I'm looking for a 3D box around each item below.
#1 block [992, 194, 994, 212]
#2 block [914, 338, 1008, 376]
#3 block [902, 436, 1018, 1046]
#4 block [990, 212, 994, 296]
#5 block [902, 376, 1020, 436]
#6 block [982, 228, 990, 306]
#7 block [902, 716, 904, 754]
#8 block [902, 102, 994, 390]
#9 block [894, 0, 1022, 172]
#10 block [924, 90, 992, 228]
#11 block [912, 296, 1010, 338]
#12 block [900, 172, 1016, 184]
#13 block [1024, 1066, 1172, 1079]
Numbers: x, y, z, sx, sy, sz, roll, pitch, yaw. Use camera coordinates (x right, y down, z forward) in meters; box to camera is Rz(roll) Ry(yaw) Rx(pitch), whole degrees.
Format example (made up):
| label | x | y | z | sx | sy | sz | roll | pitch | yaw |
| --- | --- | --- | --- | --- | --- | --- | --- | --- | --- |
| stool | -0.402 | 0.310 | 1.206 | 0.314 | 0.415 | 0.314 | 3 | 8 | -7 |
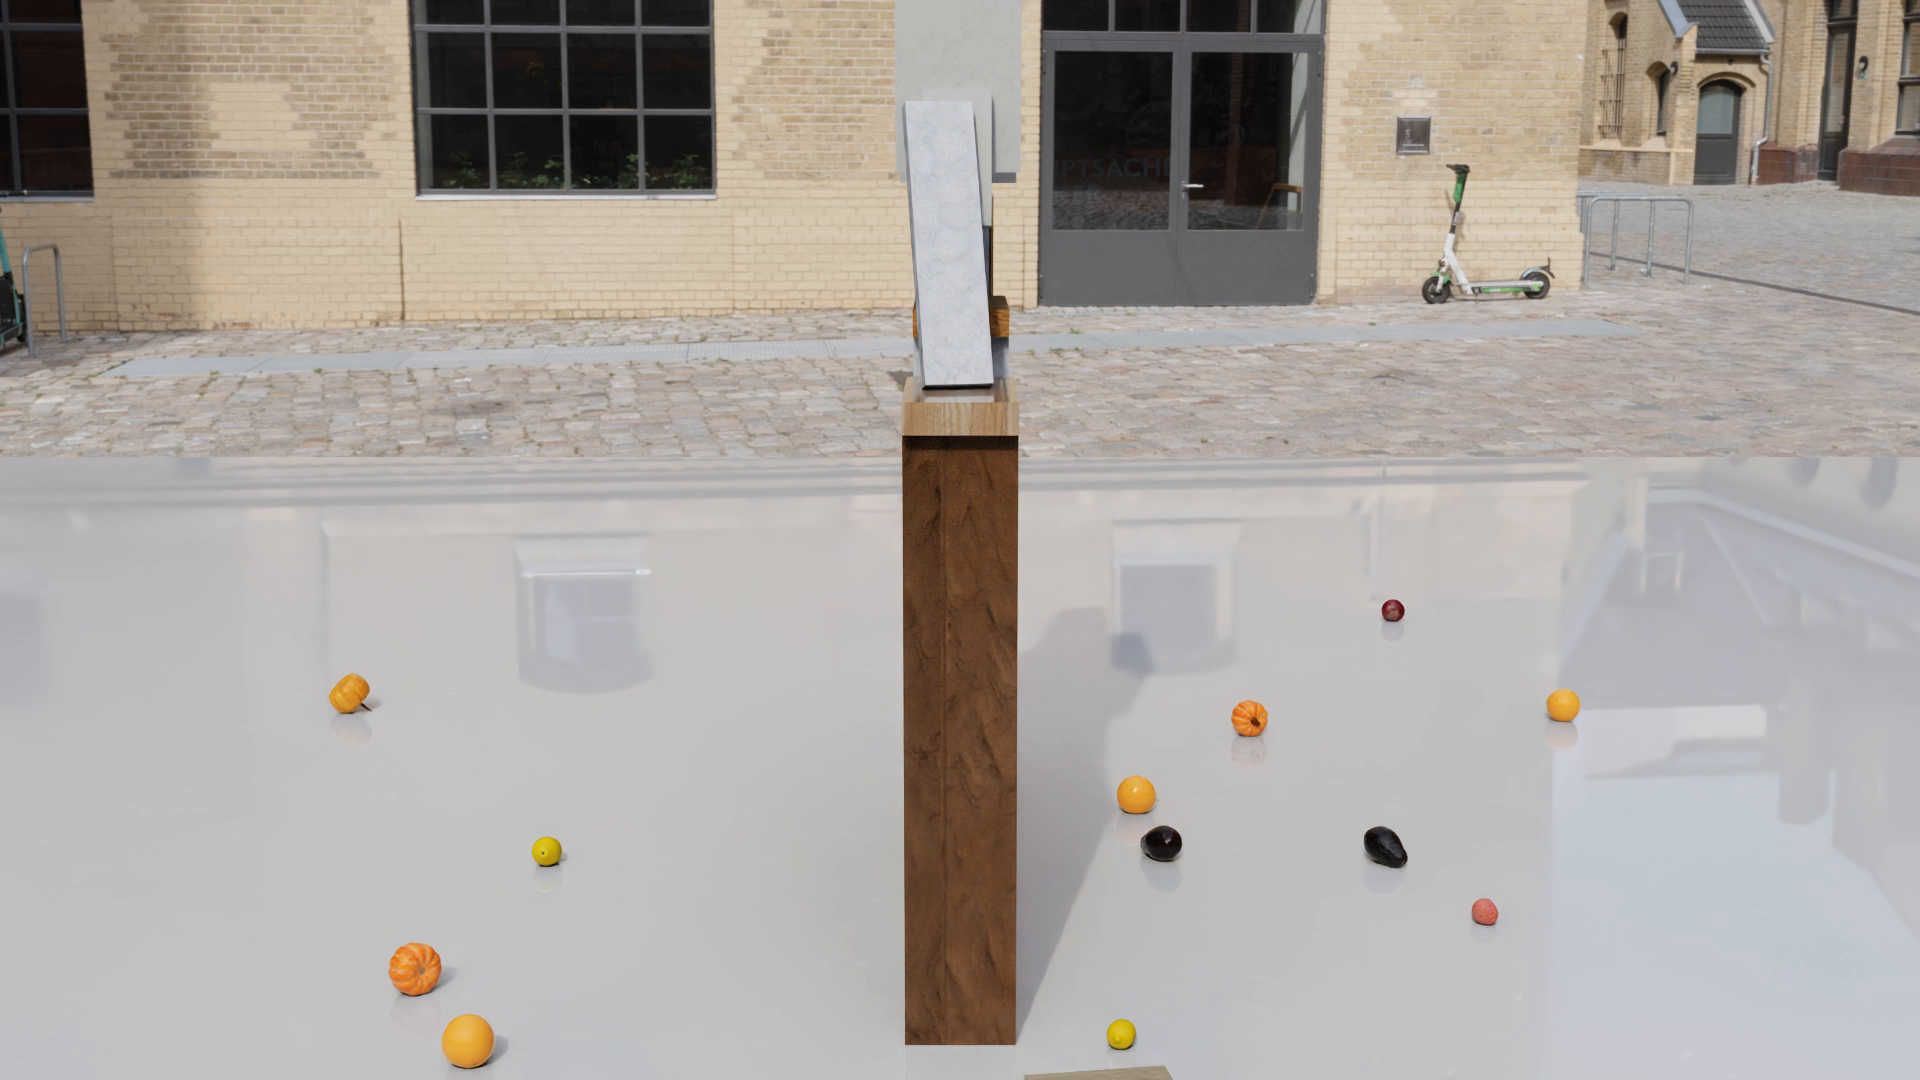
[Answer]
| label | x | y | z | sx | sy | sz | roll | pitch | yaw |
| --- | --- | --- | --- | --- | --- | --- | --- | --- | --- |
| block | 0.003 | -0.575 | 3.773 | 0.106 | 0.030 | 0.211 | 0 | 11 | 2 |
| block | 0.002 | -0.100 | 3.246 | 0.139 | 0.408 | 0.039 | 0 | 10 | 0 |
| block | 0.000 | 0.277 | 3.003 | 0.154 | 0.860 | 0.044 | 0 | 11 | 0 |
| block | 0.006 | -0.470 | 3.866 | 0.106 | 0.211 | 0.030 | 0 | 11 | 0 |
| block | 0.000 | -0.186 | 3.021 | 0.154 | 0.044 | 0.308 | 0 | 11 | 0 |
| block | -0.001 | -0.424 | 3.195 | 0.085 | 0.170 | 0.024 | 0 | 11 | 2 |
| block | -0.001 | 0.264 | 3.434 | 0.170 | 0.048 | 0.339 | 0 | 11 | 0 |
| block | -0.018 | -0.408 | 3.036 | 0.095 | 0.402 | 0.027 | -2 | -9 | -12 |
| block | -0.003 | -0.704 | 3.129 | 0.178 | 0.356 | 0.050 | 0 | 11 | 0 |
| block | -0.003 | -0.537 | 3.103 | 0.095 | 0.191 | 0.027 | 0 | 0 | 0 |
| block | 0.001 | -0.337 | 3.297 | 0.139 | 0.039 | 0.278 | 0 | 11 | 0 |
| block | -0.003 | -0.737 | 3.362 | 0.178 | 0.377 | 0.050 | 0 | 11 | 1 |
| block | 0.186 | 0.724 | 2.871 | 0.191 | 0.027 | 0.095 | -2 | 11 | -10 |
